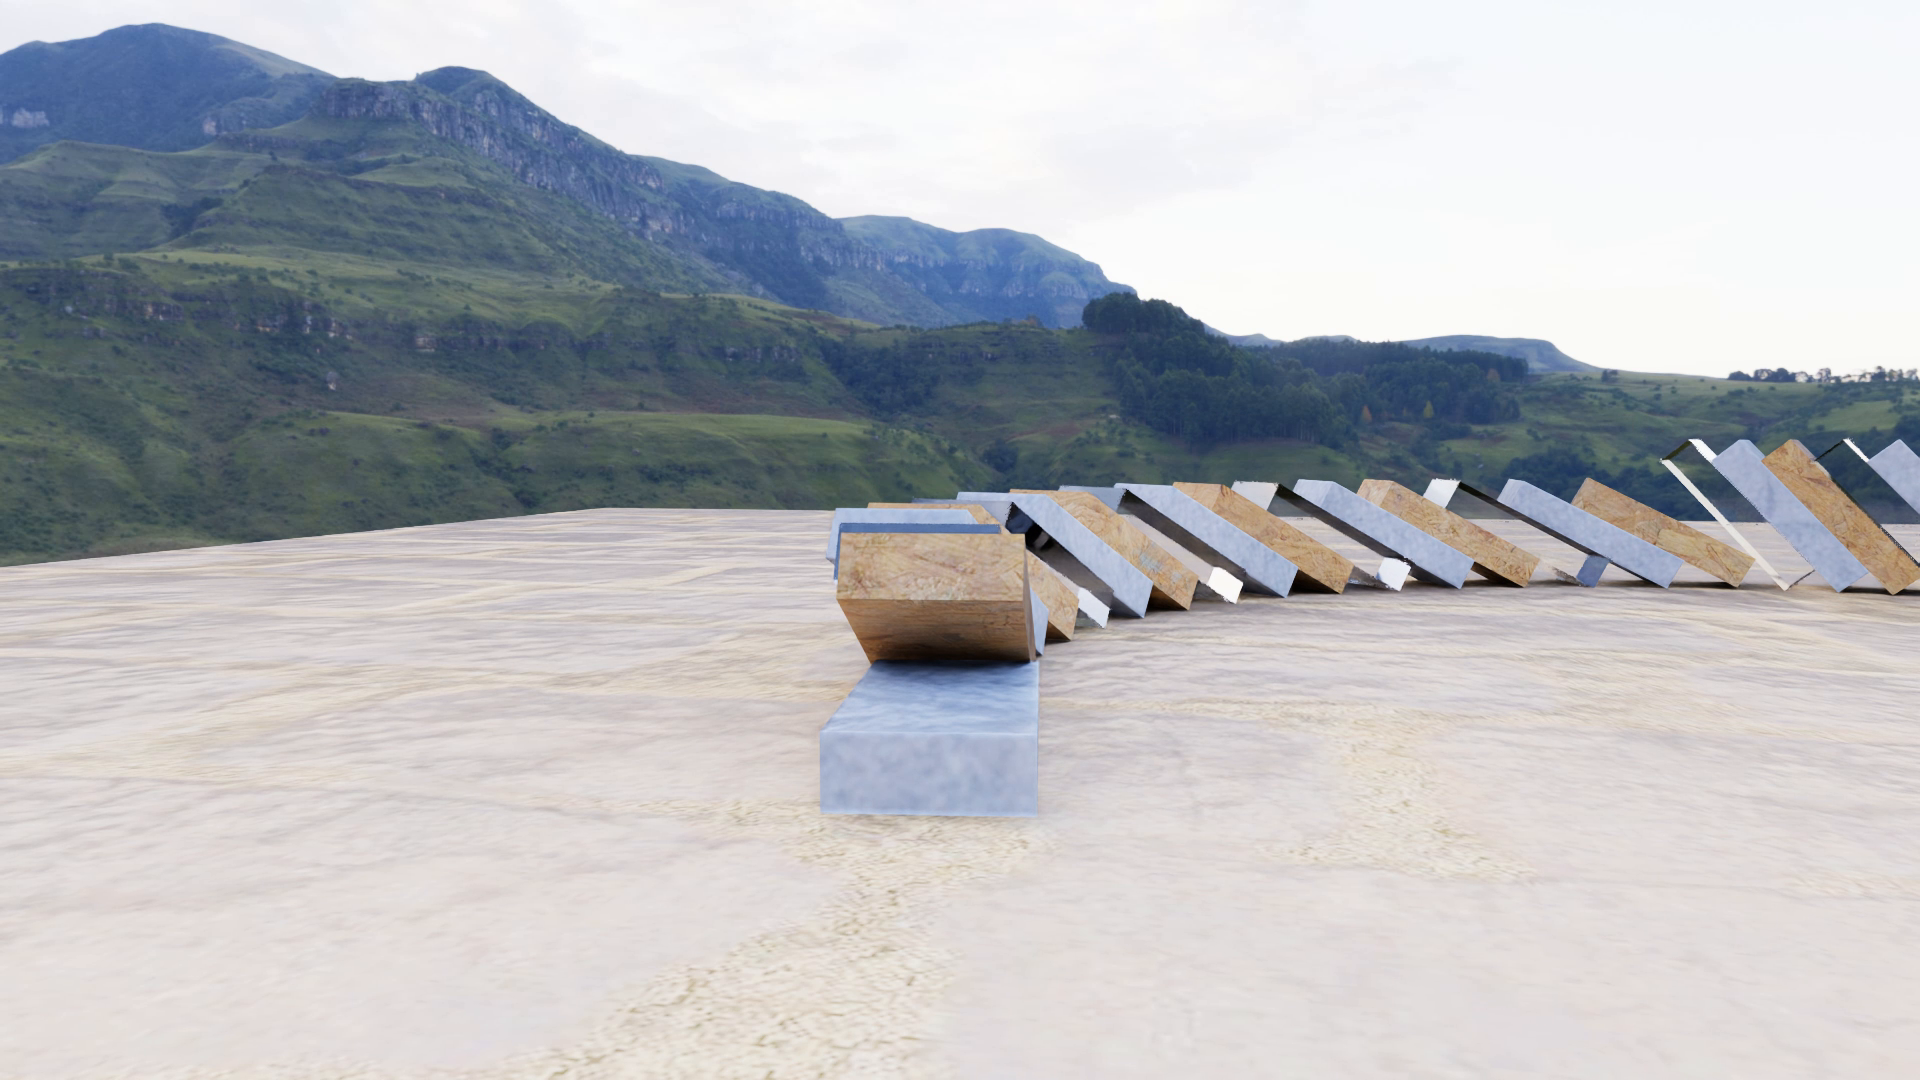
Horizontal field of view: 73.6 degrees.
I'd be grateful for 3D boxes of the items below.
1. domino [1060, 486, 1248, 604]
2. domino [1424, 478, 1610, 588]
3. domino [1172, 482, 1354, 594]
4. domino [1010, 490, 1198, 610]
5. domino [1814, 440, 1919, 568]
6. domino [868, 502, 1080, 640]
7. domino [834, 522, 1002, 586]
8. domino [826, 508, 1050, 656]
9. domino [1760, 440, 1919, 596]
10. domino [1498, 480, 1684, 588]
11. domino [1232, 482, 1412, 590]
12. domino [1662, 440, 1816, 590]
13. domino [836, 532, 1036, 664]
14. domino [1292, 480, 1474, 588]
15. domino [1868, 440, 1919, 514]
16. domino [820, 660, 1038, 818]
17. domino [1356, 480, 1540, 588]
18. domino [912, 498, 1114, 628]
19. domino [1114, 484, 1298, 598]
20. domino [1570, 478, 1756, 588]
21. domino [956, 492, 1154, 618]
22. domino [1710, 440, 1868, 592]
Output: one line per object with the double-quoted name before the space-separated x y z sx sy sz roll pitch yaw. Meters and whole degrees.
"domino" 0.050 0.001 0.340 0.050 0.010 0.025 30 -14 -33
"domino" 0.168 -0.003 0.392 0.050 0.010 0.025 28 5 0
"domino" 0.085 -0.001 0.367 0.050 0.009 0.025 28 -7 -22
"domino" 0.035 0.003 0.322 0.025 0.010 0.050 4 -21 45
"domino" 0.269 -0.007 0.368 0.025 0.050 0.009 -6 -34 -53
"domino" 0.003 0.007 0.264 0.025 0.010 0.050 2 -22 30
"domino" -0.003 0.011 0.218 0.025 0.010 0.050 1 -21 10
"domino" -0.003 0.009 0.242 0.025 0.010 0.050 1 -23 22
"domino" 0.259 -0.008 0.376 0.025 0.050 0.010 -5 -35 -52
"domino" 0.192 -0.003 0.393 0.050 0.010 0.025 29 10 10
"domino" 0.104 -0.001 0.376 0.050 0.010 0.025 27 -4 -17
"domino" 0.236 -0.008 0.388 0.025 0.050 0.010 -6 -34 -53
"domino" -0.002 0.013 0.195 0.025 0.010 0.050 0 -22 5
"domino" 0.125 -0.002 0.385 0.050 0.010 0.025 27 0 -9
"domino" 0.278 -0.006 0.359 0.025 0.050 0.009 -6 -34 -53
"domino" -0.002 0.025 0.172 0.025 0.009 0.050 0 4 4
"domino" 0.147 -0.002 0.390 0.050 0.010 0.025 27 3 -3
"domino" 0.012 0.006 0.285 0.025 0.010 0.050 3 -21 34
"domino" 0.067 0.000 0.354 0.050 0.010 0.025 29 -10 -27
"domino" 0.214 -0.003 0.392 0.050 0.010 0.025 31 14 20
"domino" 0.022 0.004 0.305 0.025 0.010 0.050 3 -22 40
"domino" 0.248 -0.008 0.383 0.025 0.050 0.009 -6 -34 -53
